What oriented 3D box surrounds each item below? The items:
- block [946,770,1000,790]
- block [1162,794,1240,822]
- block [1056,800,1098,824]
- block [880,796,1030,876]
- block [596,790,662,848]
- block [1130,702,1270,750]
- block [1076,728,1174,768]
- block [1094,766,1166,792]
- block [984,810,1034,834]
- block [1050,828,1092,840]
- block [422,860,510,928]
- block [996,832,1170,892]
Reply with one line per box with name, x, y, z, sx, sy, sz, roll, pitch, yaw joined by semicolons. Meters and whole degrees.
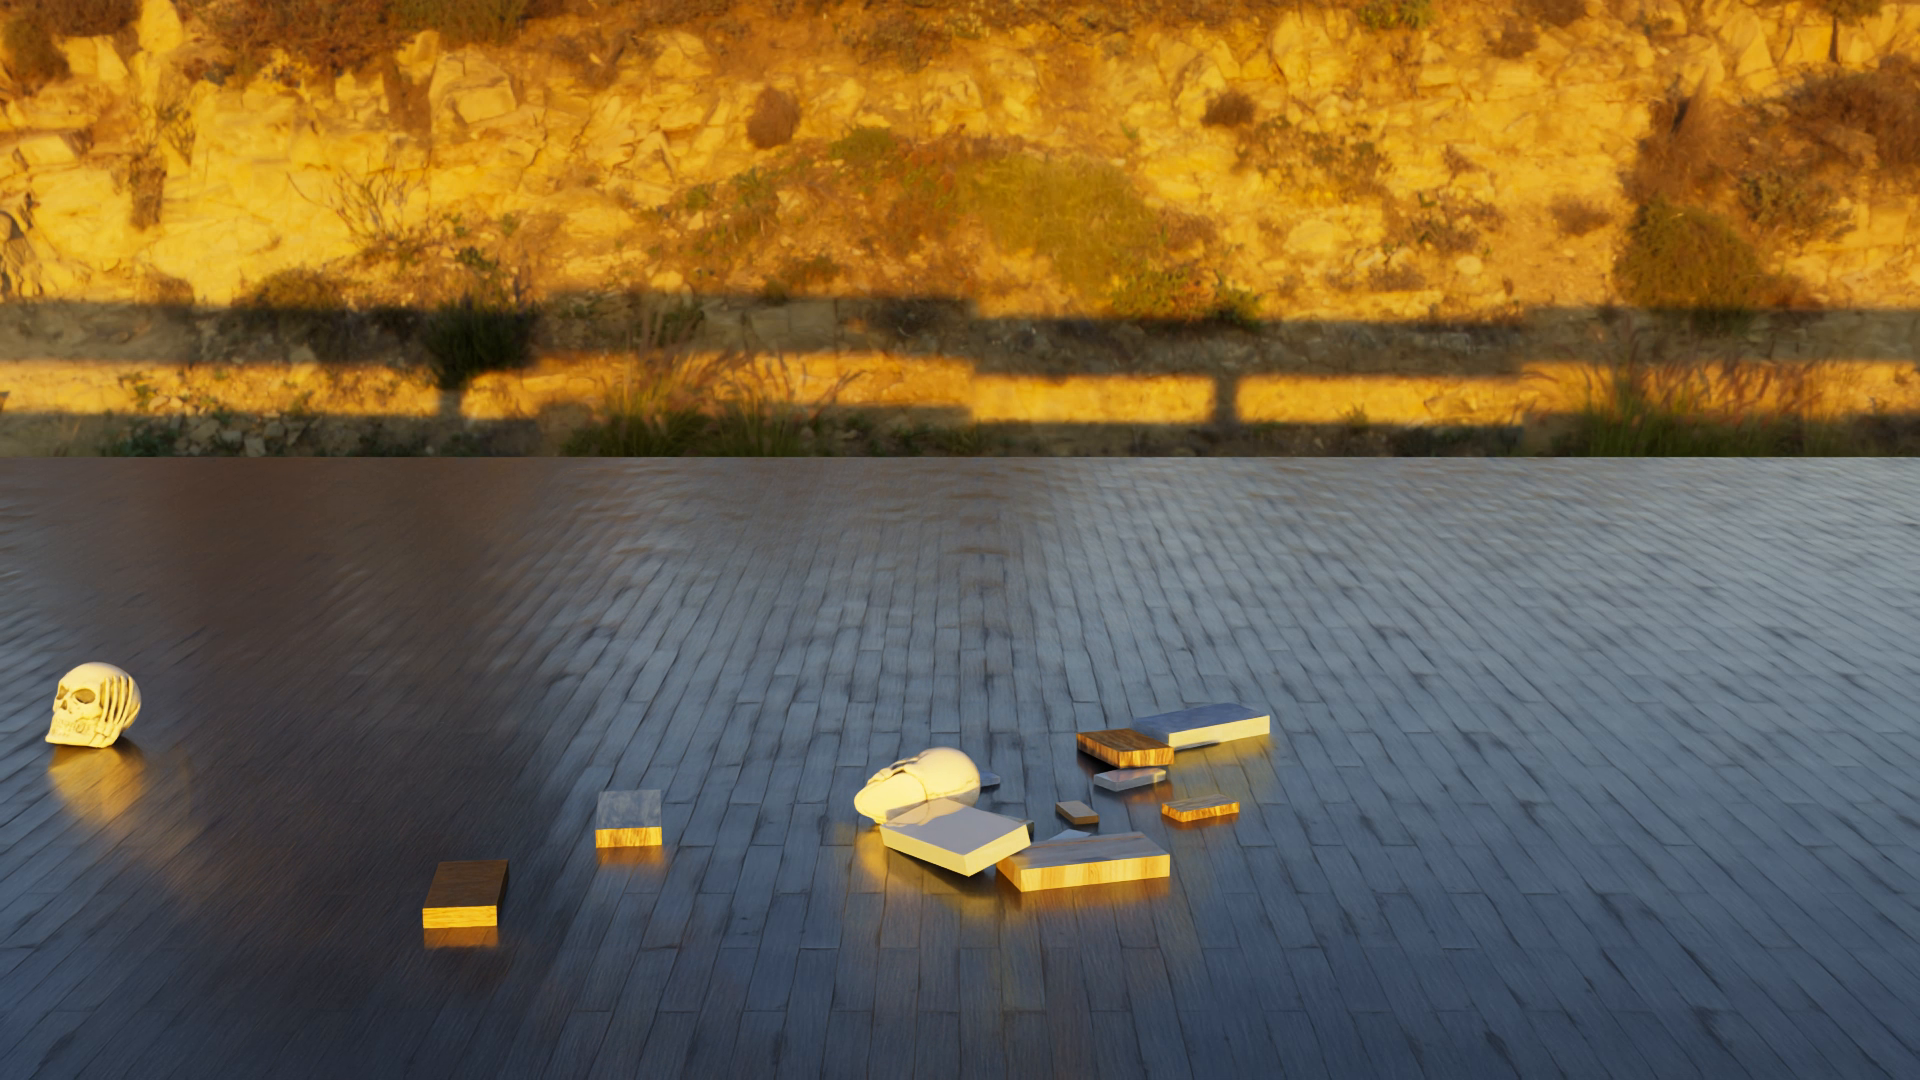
block;0.025;0.469;4.284;0.095;0.013;0.047;-6;12;-31
block;0.449;0.500;4.106;0.130;0.018;0.065;-6;12;-28
block;0.217;0.506;4.084;0.048;0.014;0.096;-4;11;-19
block;-0.011;0.515;3.837;0.134;0.038;0.267;-22;17;-31
block;-0.605;0.508;4.023;0.115;0.033;0.230;-1;11;-8
block;0.505;0.392;4.631;0.267;0.038;0.134;-7;12;-32
block;0.331;0.420;4.439;0.115;0.033;0.230;-3;6;-18
block;0.332;0.464;4.297;0.130;0.018;0.065;-8;13;-37
block;0.062;0.518;4.007;0.132;0.018;0.065;7;13;34
block;0.190;0.538;3.914;0.048;0.014;0.096;7;12;32
block;-0.812;0.581;3.626;0.115;0.033;0.230;-1;11;-7
block;0.210;0.551;3.776;0.267;0.038;0.134;-3;11;-17
